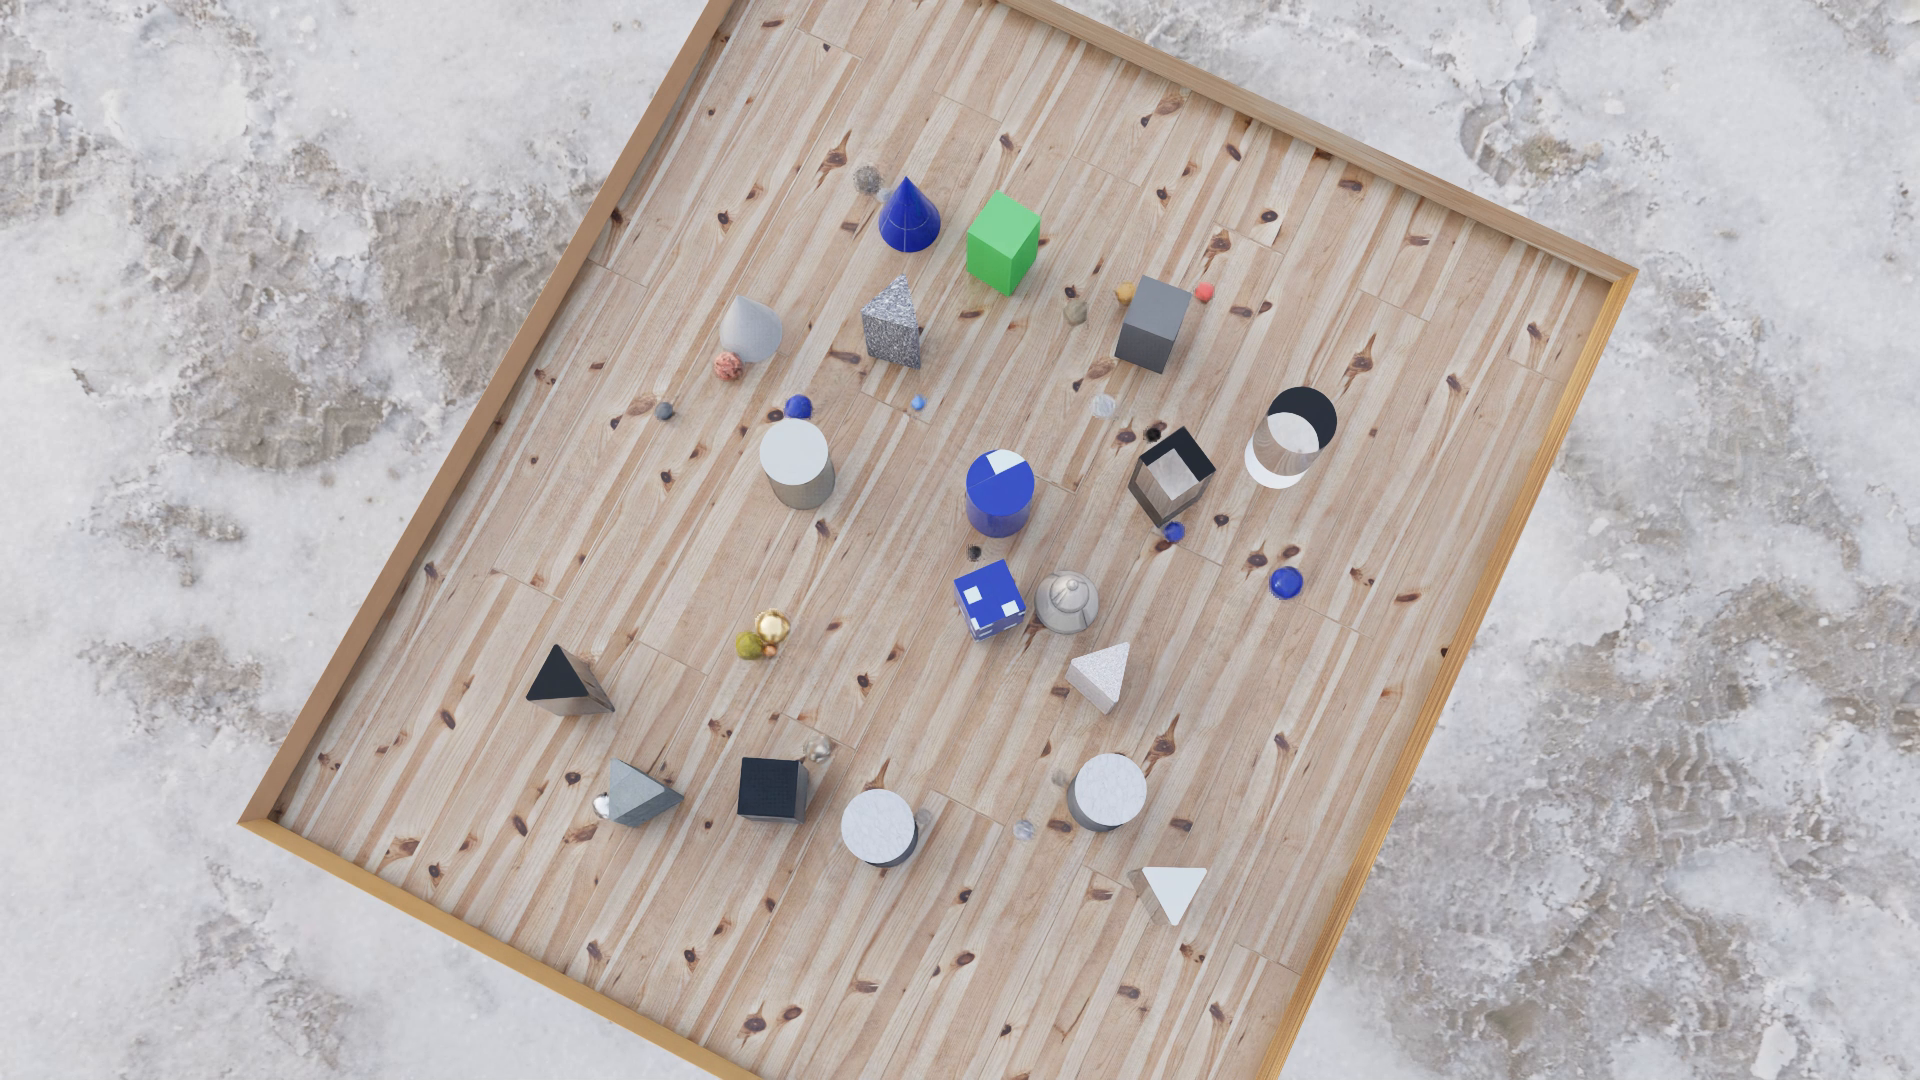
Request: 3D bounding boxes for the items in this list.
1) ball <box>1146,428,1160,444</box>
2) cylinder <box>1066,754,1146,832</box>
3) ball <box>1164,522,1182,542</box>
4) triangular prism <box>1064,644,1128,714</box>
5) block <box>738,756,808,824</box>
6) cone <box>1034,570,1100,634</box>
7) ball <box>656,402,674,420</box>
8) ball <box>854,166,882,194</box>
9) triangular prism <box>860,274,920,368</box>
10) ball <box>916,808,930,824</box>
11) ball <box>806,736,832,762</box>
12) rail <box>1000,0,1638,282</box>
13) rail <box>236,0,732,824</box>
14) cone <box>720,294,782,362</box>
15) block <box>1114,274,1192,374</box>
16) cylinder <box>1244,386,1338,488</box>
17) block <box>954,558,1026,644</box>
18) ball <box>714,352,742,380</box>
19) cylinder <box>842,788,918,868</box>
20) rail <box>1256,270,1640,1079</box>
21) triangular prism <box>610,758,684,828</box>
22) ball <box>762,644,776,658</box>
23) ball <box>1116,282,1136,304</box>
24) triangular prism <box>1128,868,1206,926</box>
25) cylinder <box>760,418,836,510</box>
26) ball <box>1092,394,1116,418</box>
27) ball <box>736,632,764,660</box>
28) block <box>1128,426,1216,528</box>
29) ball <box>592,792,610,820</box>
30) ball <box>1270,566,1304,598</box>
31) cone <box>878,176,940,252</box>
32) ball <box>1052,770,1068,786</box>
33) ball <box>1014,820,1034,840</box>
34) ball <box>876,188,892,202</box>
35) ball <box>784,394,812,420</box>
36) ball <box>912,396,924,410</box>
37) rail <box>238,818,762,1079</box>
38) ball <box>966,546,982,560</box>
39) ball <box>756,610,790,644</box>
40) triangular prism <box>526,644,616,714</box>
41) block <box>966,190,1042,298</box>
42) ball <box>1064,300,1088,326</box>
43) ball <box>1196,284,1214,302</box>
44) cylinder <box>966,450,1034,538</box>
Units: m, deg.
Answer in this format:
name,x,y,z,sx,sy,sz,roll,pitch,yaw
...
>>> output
name,x,y,z,sx,sy,sz,roll,pitch,yaw
ball,0.596,-0.323,5.659,0.048,0.048,0.048,0,78,0
cylinder,0.417,0.730,5.264,0.199,0.394,0.199,0,78,0
ball,0.651,-0.023,5.592,0.059,0.059,0.059,0,78,0
triangular prism,0.429,0.381,5.368,0.173,0.333,0.149,42,81,8
block,-0.536,0.726,5.288,0.159,0.350,0.159,4,78,1
cone,0.325,0.153,5.404,0.199,0.355,0.199,0,78,0
ball,-0.915,-0.399,5.671,0.056,0.056,0.056,0,78,0
ball,-0.291,-1.143,5.808,0.089,0.089,0.089,0,78,0
triangular prism,-0.185,-0.669,5.548,0.173,0.406,0.149,17,79,3
ball,-0.109,0.817,5.424,0.047,0.047,0.047,0,78,0
ball,-0.419,0.623,5.448,0.078,0.078,0.078,0,78,0
rail,0.748,-1.459,5.851,2.998,0.129,0.045,26,80,5
rail,-1.320,-0.639,5.682,0.045,0.129,3.394,26,80,5
cone,-0.656,-0.689,5.578,0.199,0.356,0.199,0,78,0
block,0.586,-0.652,5.580,0.159,0.336,0.159,22,79,4
cylinder,0.980,-0.300,5.457,0.199,0.434,0.199,0,78,0
block,0.086,0.183,5.444,0.159,0.264,0.159,-23,79,-5
ball,-0.719,-0.541,5.684,0.088,0.088,0.088,0,78,0
cylinder,-0.223,0.824,5.204,0.199,0.475,0.199,0,78,0
rail,1.320,0.653,5.414,0.045,0.129,3.394,26,80,5
triangular prism,-0.932,0.709,5.278,0.173,0.375,0.149,-29,80,-6
ball,-0.574,0.332,5.526,0.044,0.044,0.044,0,78,0
ball,0.523,-0.772,5.741,0.069,0.069,0.069,0,78,0
triangular prism,0.557,0.973,5.174,0.149,0.472,0.173,31,80,6
cylinder,-0.484,-0.222,5.493,0.199,0.332,0.199,0,78,0
ball,0.445,-0.416,5.665,0.074,0.074,0.074,0,78,0
ball,-0.634,0.321,5.507,0.084,0.084,0.084,0,78,0
block,0.627,-0.182,5.457,0.159,0.386,0.159,-34,80,-7
ball,-1.046,0.786,5.414,0.078,0.078,0.078,0,78,0
ball,0.988,0.128,5.540,0.098,0.098,0.098,0,78,0
cone,-0.160,-1.046,5.640,0.199,0.378,0.199,0,78,0
ball,0.295,0.709,5.446,0.048,0.048,0.048,0,78,0
ball,0.188,0.856,5.408,0.062,0.062,0.062,0,78,0
ball,-0.242,-1.096,5.819,0.048,0.048,0.048,0,78,0
ball,-0.499,-0.407,5.658,0.085,0.085,0.085,0,78,0
ball,-0.130,-0.424,5.684,0.041,0.041,0.041,0,78,0
rail,-0.748,1.472,5.245,2.998,0.129,0.045,26,80,5
ball,0.043,0.039,5.586,0.044,0.044,0.044,0,78,0
ball,-0.563,0.263,5.511,0.100,0.100,0.100,0,78,0
triangular prism,-1.128,0.406,5.325,0.173,0.407,0.149,-4,78,-1
block,0.132,-0.907,5.630,0.159,0.341,0.159,33,80,6
ball,0.362,-0.710,5.724,0.077,0.077,0.077,0,78,0
ball,0.766,-0.777,5.749,0.056,0.056,0.056,0,78,0
cylinder,0.117,-0.135,5.484,0.199,0.314,0.199,0,78,0
